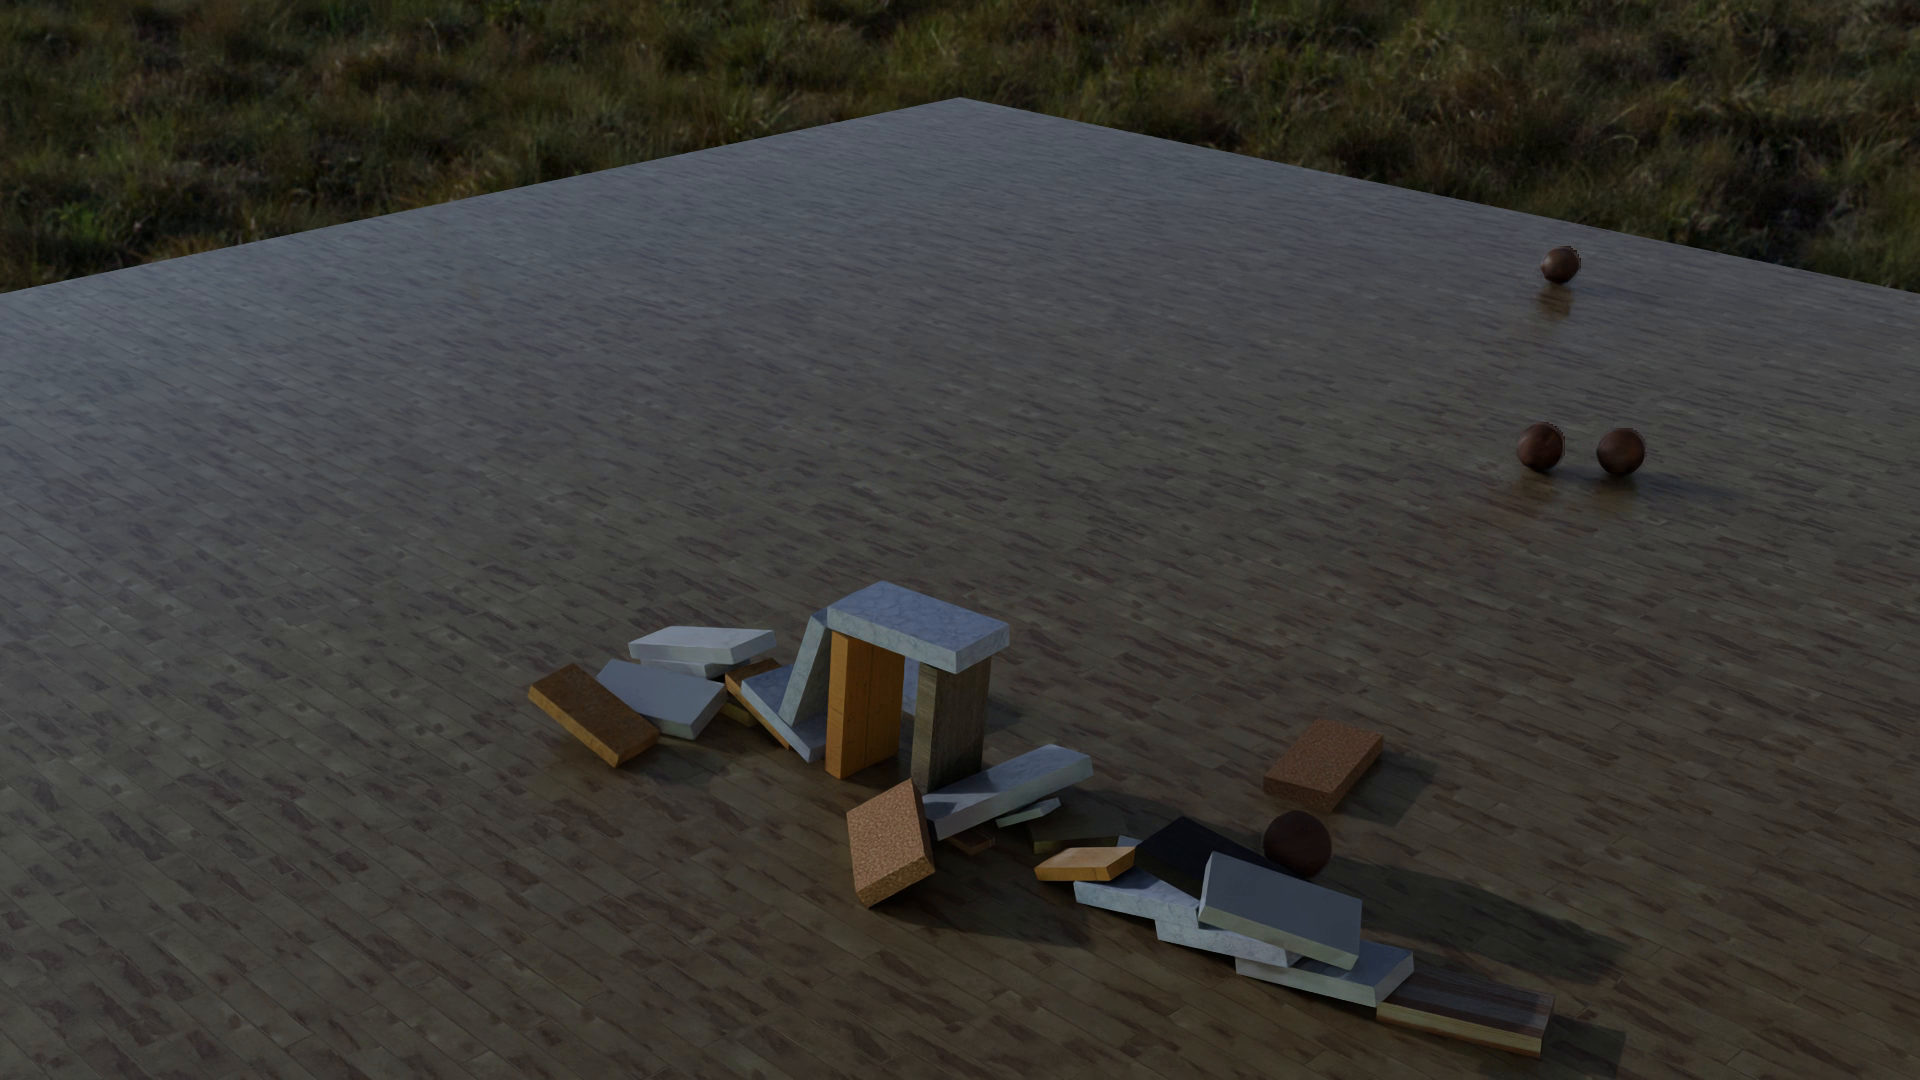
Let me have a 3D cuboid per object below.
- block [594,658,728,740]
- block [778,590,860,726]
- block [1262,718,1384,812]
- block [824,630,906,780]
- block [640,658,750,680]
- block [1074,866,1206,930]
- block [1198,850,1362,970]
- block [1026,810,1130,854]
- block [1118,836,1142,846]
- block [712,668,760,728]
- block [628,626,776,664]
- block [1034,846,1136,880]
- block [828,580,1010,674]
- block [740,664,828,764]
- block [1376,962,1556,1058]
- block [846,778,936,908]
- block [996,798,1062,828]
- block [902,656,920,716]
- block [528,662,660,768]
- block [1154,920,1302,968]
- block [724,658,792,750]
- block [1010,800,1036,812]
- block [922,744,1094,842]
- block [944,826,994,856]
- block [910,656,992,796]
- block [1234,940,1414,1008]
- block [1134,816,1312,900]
[{"bbox_3d":[-0.677,0.349,4.837,0.298,0.042,0.149,10,38,24],"label":"block"},{"bbox_3d":[-0.282,0.249,4.619,0.042,0.298,0.149,40,42,22],"label":"block"},{"bbox_3d":[0.762,0.468,4.605,0.148,0.042,0.297,13,26,28],"label":"block"},{"bbox_3d":[-0.195,0.319,4.575,0.168,0.337,0.048,-21,37,-41],"label":"block"},{"bbox_3d":[-0.600,0.274,4.984,0.124,0.035,0.248,-21,15,-40],"label":"block"},{"bbox_3d":[0.369,0.650,4.093,0.290,0.041,0.145,4,21,44],"label":"block"},{"bbox_3d":[0.563,0.649,3.854,0.279,0.040,0.139,18,36,0],"label":"block"},{"bbox_3d":[0.233,0.579,4.361,0.192,0.027,0.096,-3,23,-7],"label":"block"},{"bbox_3d":[0.407,0.610,4.225,0.192,0.027,0.096,12,-10,26],"label":"block"},{"bbox_3d":[-0.503,0.341,4.912,0.124,0.035,0.248,-21,31,-40],"label":"block"},{"bbox_3d":[-0.585,0.236,4.972,0.363,0.037,0.131,0,16,44],"label":"block"},{"bbox_3d":[0.243,0.615,4.180,0.096,0.027,0.192,-24,10,-42],"label":"block"},{"bbox_3d":[-0.085,0.173,4.423,0.337,0.048,0.168,18,29,36],"label":"block"},{"bbox_3d":[-0.344,0.370,4.728,0.131,0.037,0.262,-17,42,-35],"label":"block"},{"bbox_3d":[0.875,0.809,3.804,0.279,0.040,0.140,10,25,21],"label":"block"},{"bbox_3d":[-0.136,0.582,4.250,0.148,0.042,0.297,-29,23,6],"label":"block"},{"bbox_3d":[0.136,0.543,4.377,0.123,0.017,0.062,-22,1,41],"label":"block"},{"bbox_3d":[-0.112,0.322,4.949,0.149,0.042,0.298,-20,30,-39],"label":"block"},{"bbox_3d":[-0.784,0.374,4.711,0.262,0.037,0.131,35,36,19],"label":"block"},{"bbox_3d":[0.512,0.698,3.976,0.290,0.041,0.145,4,20,44],"label":"block"},{"bbox_3d":[-0.393,0.356,4.802,0.124,0.035,0.248,-18,43,-36],"label":"block"},{"bbox_3d":[0.089,0.524,4.458,0.062,0.017,0.123,-23,16,-38],"label":"block"},{"bbox_3d":[0.073,0.504,4.425,0.375,0.042,0.149,-19,15,-28],"label":"block"},{"bbox_3d":[0.005,0.584,4.363,0.062,0.017,0.123,-18,29,-36],"label":"block"},{"bbox_3d":[-0.020,0.372,4.448,0.048,0.337,0.168,25,33,34],"label":"block"},{"bbox_3d":[0.643,0.747,3.890,0.279,0.040,0.140,6,22,39],"label":"block"},{"bbox_3d":[0.477,0.607,4.005,0.290,0.041,0.145,25,34,35],"label":"block"}]
